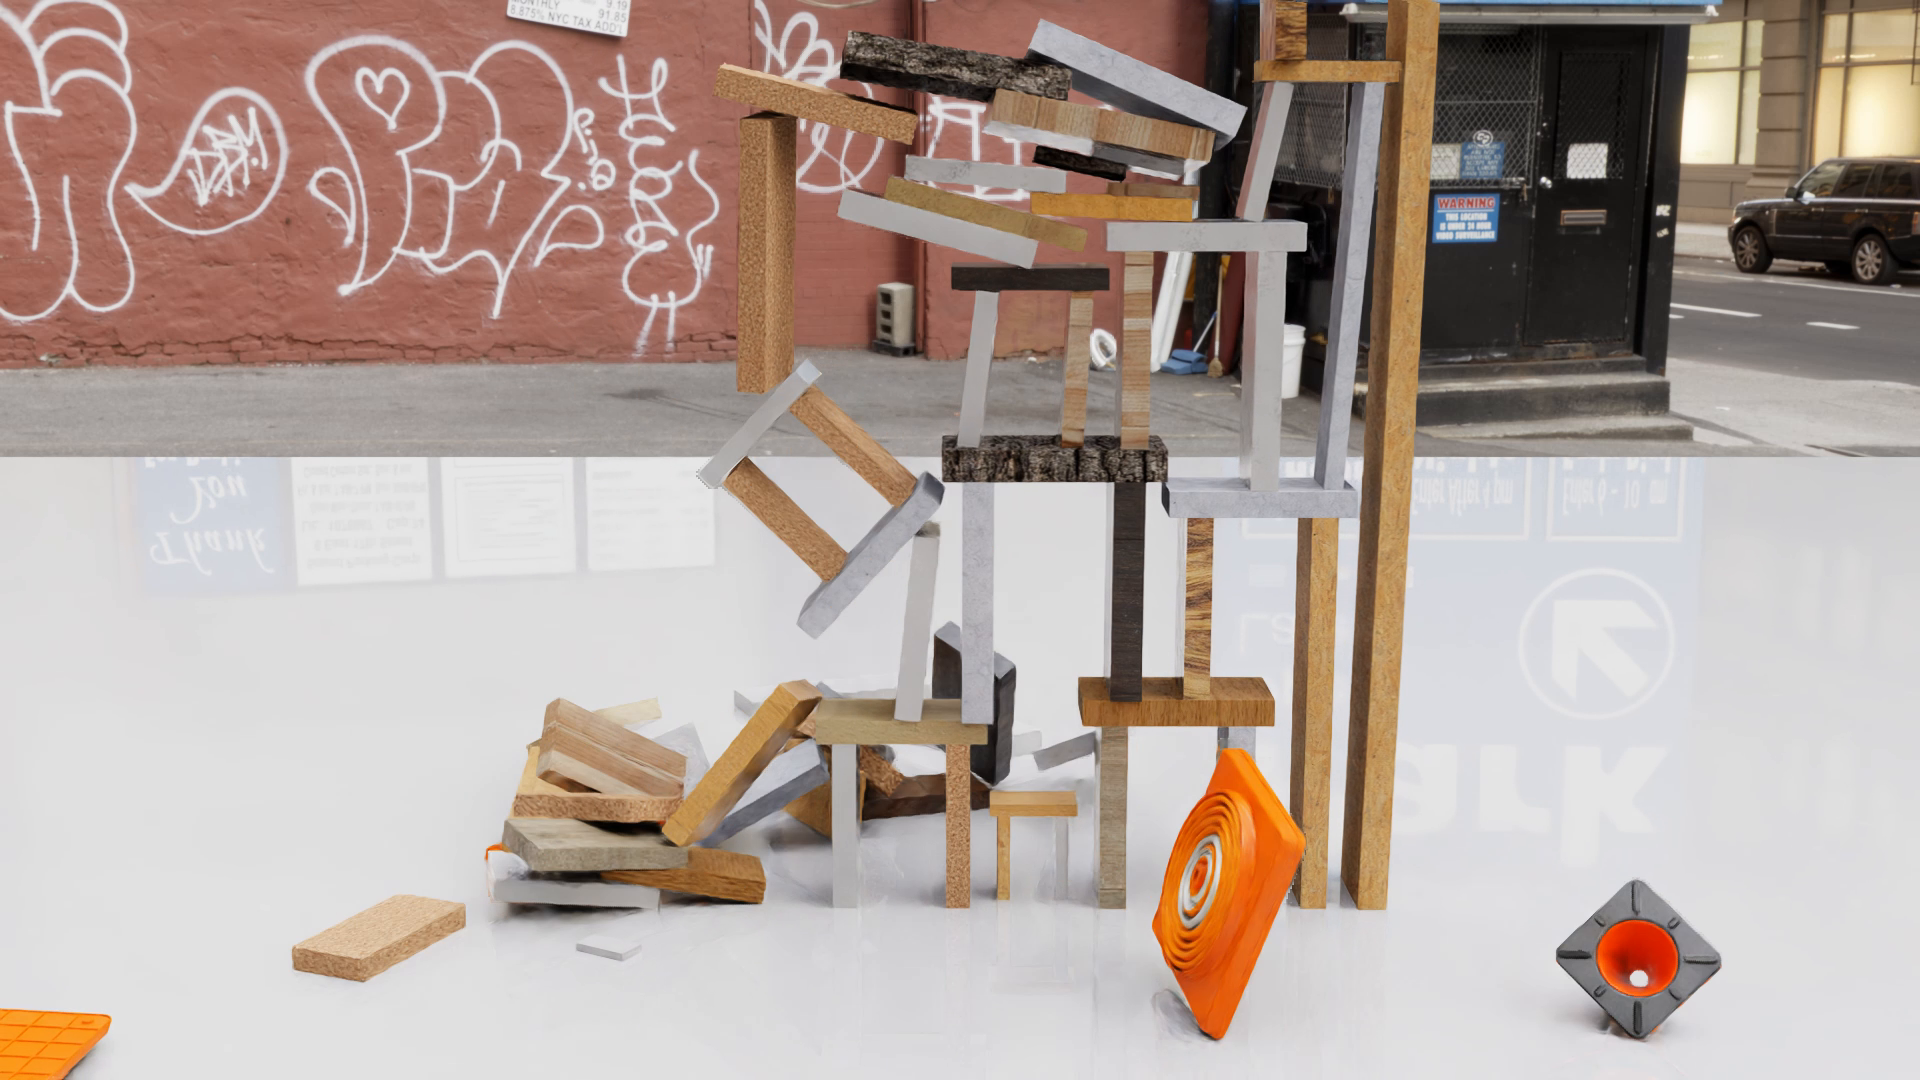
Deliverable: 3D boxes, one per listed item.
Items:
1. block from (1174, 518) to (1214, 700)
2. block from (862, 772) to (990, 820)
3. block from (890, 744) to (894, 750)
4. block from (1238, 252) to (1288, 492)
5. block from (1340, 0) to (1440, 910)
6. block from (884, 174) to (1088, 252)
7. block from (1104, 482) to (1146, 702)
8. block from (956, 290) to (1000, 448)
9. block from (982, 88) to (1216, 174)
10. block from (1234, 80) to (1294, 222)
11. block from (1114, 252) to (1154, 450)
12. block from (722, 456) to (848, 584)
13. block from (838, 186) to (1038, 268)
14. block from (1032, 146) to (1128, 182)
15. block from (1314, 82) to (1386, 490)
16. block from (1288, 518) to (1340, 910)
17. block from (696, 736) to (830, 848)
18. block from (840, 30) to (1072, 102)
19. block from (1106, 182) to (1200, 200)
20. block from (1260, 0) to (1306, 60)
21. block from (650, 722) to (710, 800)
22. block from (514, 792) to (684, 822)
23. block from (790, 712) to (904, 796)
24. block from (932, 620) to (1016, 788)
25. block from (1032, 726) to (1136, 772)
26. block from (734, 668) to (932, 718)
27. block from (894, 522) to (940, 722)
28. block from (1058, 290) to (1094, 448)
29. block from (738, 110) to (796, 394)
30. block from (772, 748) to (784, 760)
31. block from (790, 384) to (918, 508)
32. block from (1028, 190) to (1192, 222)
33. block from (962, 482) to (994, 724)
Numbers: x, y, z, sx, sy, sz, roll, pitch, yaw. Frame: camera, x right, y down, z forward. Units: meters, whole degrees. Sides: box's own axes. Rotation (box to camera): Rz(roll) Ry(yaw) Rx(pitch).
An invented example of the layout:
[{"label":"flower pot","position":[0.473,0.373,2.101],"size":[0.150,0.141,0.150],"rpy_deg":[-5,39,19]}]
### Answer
[{"label":"block","position":[0.380,0.098,3.577],"size":[0.042,0.297,0.148],"rpy_deg":[0,11,0]},{"label":"block","position":[-0.100,0.483,4.146],"size":[0.287,0.037,0.130],"rpy_deg":[-3,11,-16]},{"label":"block","position":[-0.183,0.438,4.435],"size":[0.068,0.019,0.135],"rpy_deg":[3,11,14]},{"label":"block","position":[0.482,-0.275,3.511],"size":[0.044,0.375,0.154],"rpy_deg":[1,10,0]},{"label":"block","position":[0.691,-0.241,3.519],"size":[0.047,1.688,0.167],"rpy_deg":[1,11,0]},{"label":"block","position":[0.040,-0.515,3.461],"size":[0.319,0.035,0.124],"rpy_deg":[15,10,-4]},{"label":"block","position":[0.267,0.068,3.576],"size":[0.050,0.355,0.178],"rpy_deg":[0,11,0]},{"label":"block","position":[0.031,-0.278,3.509],"size":[0.035,0.247,0.123],"rpy_deg":[8,11,2]},{"label":"block","position":[0.213,-0.639,3.446],"size":[0.344,0.049,0.172],"rpy_deg":[10,3,-5]},{"label":"block","position":[0.476,-0.608,3.443],"size":[0.030,0.214,0.107],"rpy_deg":[12,10,-2]},{"label":"block","position":[0.276,-0.308,3.504],"size":[0.044,0.309,0.154],"rpy_deg":[1,10,0]},{"label":"block","position":[-0.283,-0.034,3.573],"size":[0.232,0.033,0.116],"rpy_deg":[44,11,-8]},{"label":"block","position":[-0.034,-0.493,3.460],"size":[0.310,0.044,0.155],"rpy_deg":[15,10,-3]},{"label":"block","position":[0.188,-0.589,3.443],"size":[0.143,0.020,0.072],"rpy_deg":[12,4,-2]},{"label":"block","position":[0.614,-0.401,3.480],"size":[0.030,0.633,0.107],"rpy_deg":[4,11,-1]},{"label":"block","position":[0.578,0.271,3.609],"size":[0.042,0.649,0.148],"rpy_deg":[0,11,0]},{"label":"block","position":[-0.359,0.454,3.932],"size":[0.259,0.037,0.130],"rpy_deg":[-30,19,1]},{"label":"block","position":[-0.010,-0.727,3.423],"size":[0.345,0.049,0.172],"rpy_deg":[8,3,-6]},{"label":"block","position":[0.301,-0.548,3.451],"size":[0.143,0.020,0.072],"rpy_deg":[3,11,2]},{"label":"block","position":[0.499,-0.910,3.395],"size":[0.047,0.333,0.166],"rpy_deg":[-1,11,0]},{"label":"block","position":[-0.563,0.437,4.128],"size":[0.037,0.130,0.260],"rpy_deg":[-21,0,28]},{"label":"block","position":[-0.603,0.445,3.669],"size":[0.261,0.037,0.131],"rpy_deg":[-2,-6,36]},{"label":"block","position":[-0.238,0.388,4.143],"size":[0.163,0.046,0.358],"rpy_deg":[42,-12,-18]},{"label":"block","position":[0.024,0.315,4.194],"size":[0.163,0.327,0.046],"rpy_deg":[33,54,26]},{"label":"block","position":[0.238,0.386,4.145],"size":[0.131,0.037,0.326],"rpy_deg":[-21,-6,13]},{"label":"block","position":[-0.255,0.341,4.907],"size":[0.479,0.037,0.130],"rpy_deg":[-5,11,-24]},{"label":"block","position":[-0.069,0.130,3.581],"size":[0.043,0.301,0.150],"rpy_deg":[6,10,-1]},{"label":"block","position":[0.184,-0.279,3.512],"size":[0.035,0.247,0.123],"rpy_deg":[3,11,-1]},{"label":"block","position":[-0.304,-0.455,3.463],"size":[0.044,0.425,0.155],"rpy_deg":[6,17,12]},{"label":"block","position":[-0.280,0.415,4.559],"size":[0.068,0.019,0.459],"rpy_deg":[5,11,23]},{"label":"block","position":[-0.170,-0.152,3.538],"size":[0.232,0.033,0.116],"rpy_deg":[42,13,-6]},{"label":"block","position":[0.235,-0.526,3.465],"size":[0.248,0.035,0.124],"rpy_deg":[3,10,-1]},{"label":"block","position":[0.029,0.086,3.578],"size":[0.050,0.391,0.178],"rpy_deg":[0,11,0]}]
